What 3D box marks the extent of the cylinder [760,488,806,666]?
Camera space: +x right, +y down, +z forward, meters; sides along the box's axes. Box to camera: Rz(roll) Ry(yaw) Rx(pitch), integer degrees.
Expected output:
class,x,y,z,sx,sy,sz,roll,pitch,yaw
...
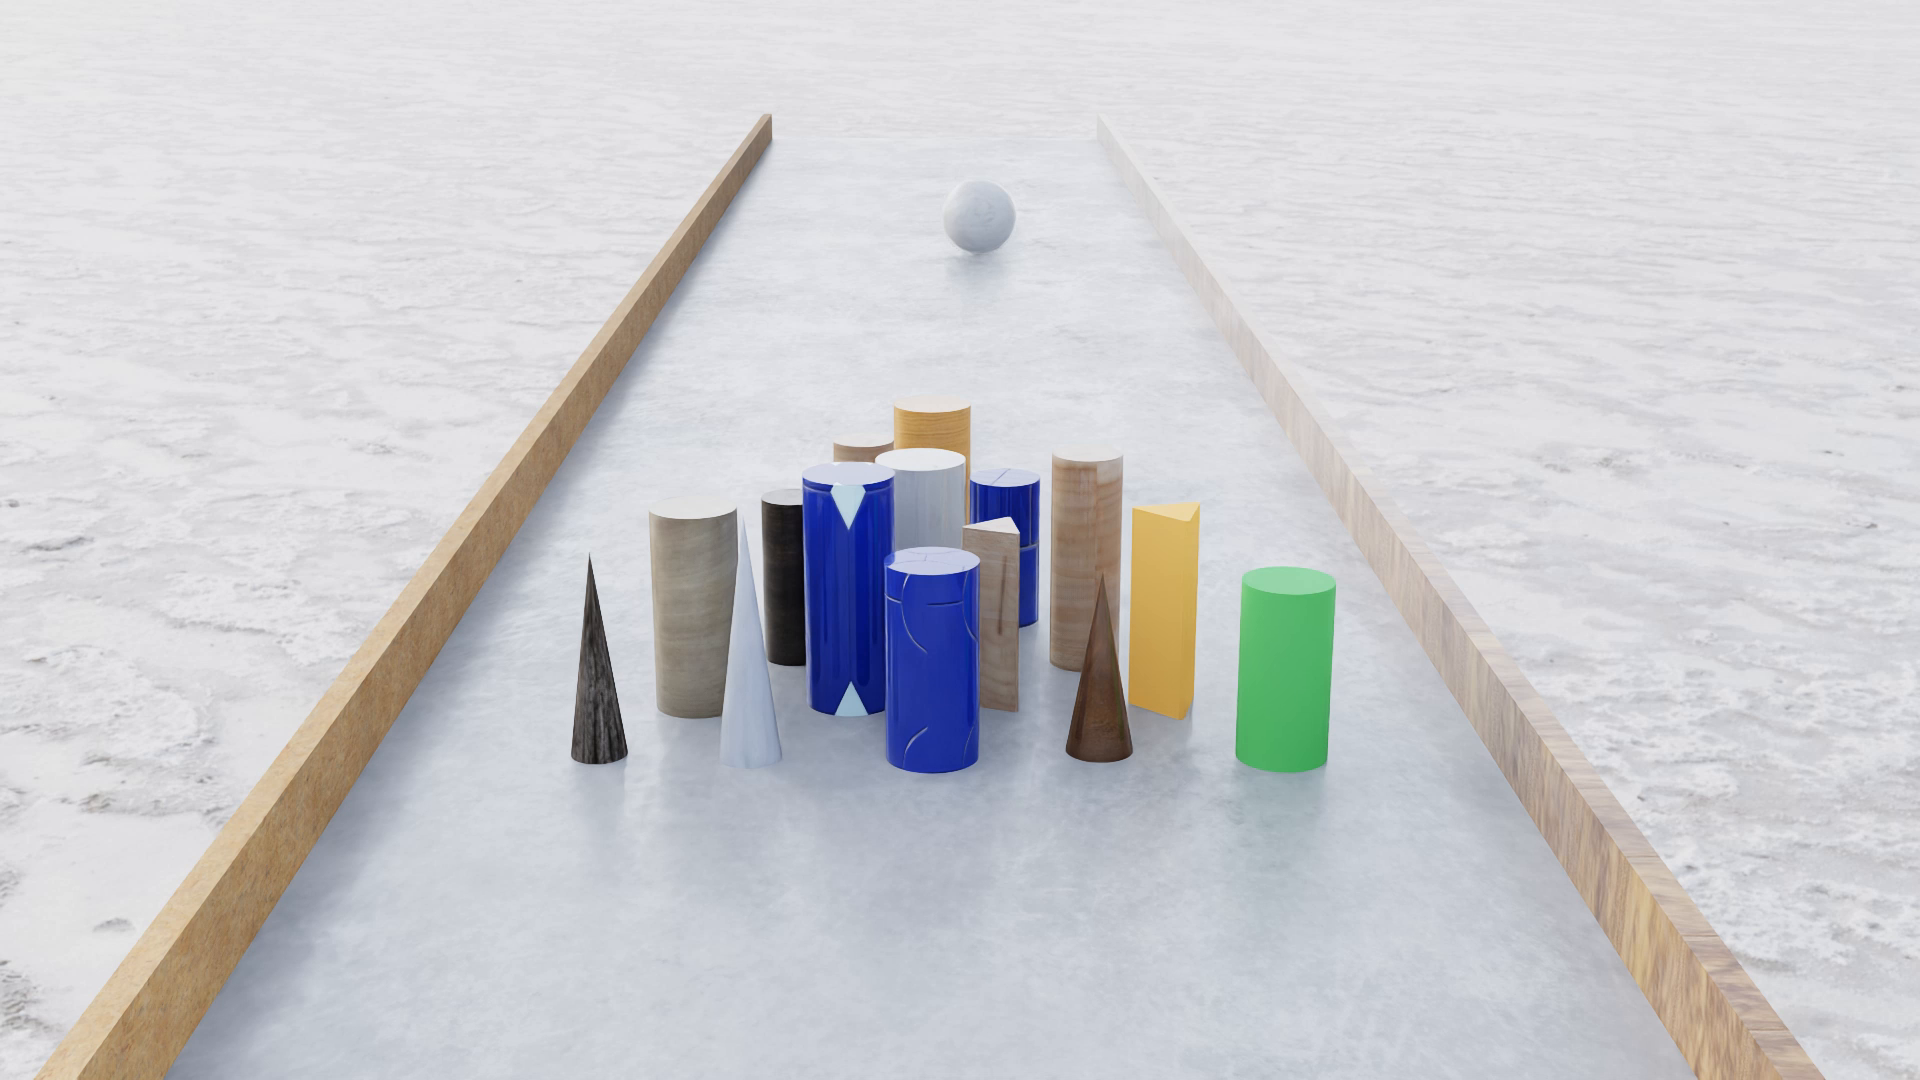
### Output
class,x,y,z,sx,sy,sz,roll,pitch,yaw
cylinder,-0.332,0.074,4.393,0.122,0.333,0.122,0,17,0

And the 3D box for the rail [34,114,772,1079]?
class,x,y,z,sx,sy,sz,roll,pitch,yaw
rail,-1.118,-0.838,7.780,0.050,0.150,12.000,0,17,-1

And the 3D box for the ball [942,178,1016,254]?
class,x,y,z,sx,sy,sz,roll,pitch,yaw
ball,0.080,-1.365,9.269,0.313,0.313,0.313,0,17,0

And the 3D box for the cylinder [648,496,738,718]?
class,x,y,z,sx,sy,sz,roll,pitch,yaw
cylinder,-0.495,0.125,4.127,0.163,0.388,0.163,0,17,0

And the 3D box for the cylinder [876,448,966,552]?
class,x,y,z,sx,sy,sz,roll,pitch,yaw
cylinder,-0.077,0.041,4.363,0.177,0.415,0.177,0,17,0

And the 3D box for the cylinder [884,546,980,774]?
class,x,y,z,sx,sy,sz,roll,pitch,yaw
cylinder,-0.049,0.211,3.879,0.168,0.365,0.168,0,17,0

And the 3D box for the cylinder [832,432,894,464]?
class,x,y,z,sx,sy,sz,roll,pitch,yaw
cylinder,-0.202,-0.027,4.648,0.128,0.382,0.128,0,17,0

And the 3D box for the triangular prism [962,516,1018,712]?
class,x,y,z,sx,sy,sz,roll,pitch,yaw
triangular prism,0.074,0.137,4.152,0.112,0.350,0.097,7,18,22

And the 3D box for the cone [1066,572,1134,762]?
class,x,y,z,sx,sy,sz,roll,pitch,yaw
cone,0.251,0.216,3.909,0.122,0.338,0.122,0,17,0

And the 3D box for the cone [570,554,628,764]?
class,x,y,z,sx,sy,sz,roll,pitch,yaw
cone,-0.646,0.201,3.886,0.102,0.378,0.102,0,17,0

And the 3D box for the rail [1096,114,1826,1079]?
class,x,y,z,sx,sy,sz,roll,pitch,yaw
rail,0.932,-0.844,7.801,0.050,0.150,12.000,0,17,-1

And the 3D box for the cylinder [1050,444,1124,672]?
class,x,y,z,sx,sy,sz,roll,pitch,yaw
cylinder,0.249,0.036,4.352,0.140,0.430,0.140,0,17,0

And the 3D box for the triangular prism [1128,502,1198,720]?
class,x,y,z,sx,sy,sz,roll,pitch,yaw
triangular prism,0.407,0.126,4.128,0.132,0.386,0.114,16,23,43

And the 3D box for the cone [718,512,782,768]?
class,x,y,z,sx,sy,sz,roll,pitch,yaw
cone,-0.375,0.170,3.861,0.113,0.453,0.113,0,17,0

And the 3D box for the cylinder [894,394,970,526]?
class,x,y,z,sx,sy,sz,roll,pitch,yaw
cylinder,-0.061,-0.102,4.855,0.170,0.408,0.170,0,17,0

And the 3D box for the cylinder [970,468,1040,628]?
class,x,y,z,sx,sy,sz,roll,pitch,yaw
cylinder,0.094,0.017,4.626,0.148,0.309,0.148,0,17,0

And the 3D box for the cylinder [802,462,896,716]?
class,x,y,z,sx,sy,sz,roll,pitch,yaw
cylinder,-0.207,0.091,4.135,0.172,0.448,0.172,0,17,0

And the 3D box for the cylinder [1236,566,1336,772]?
class,x,y,z,sx,sy,sz,roll,pitch,yaw
cylinder,0.574,0.227,3.887,0.164,0.328,0.164,0,17,0
